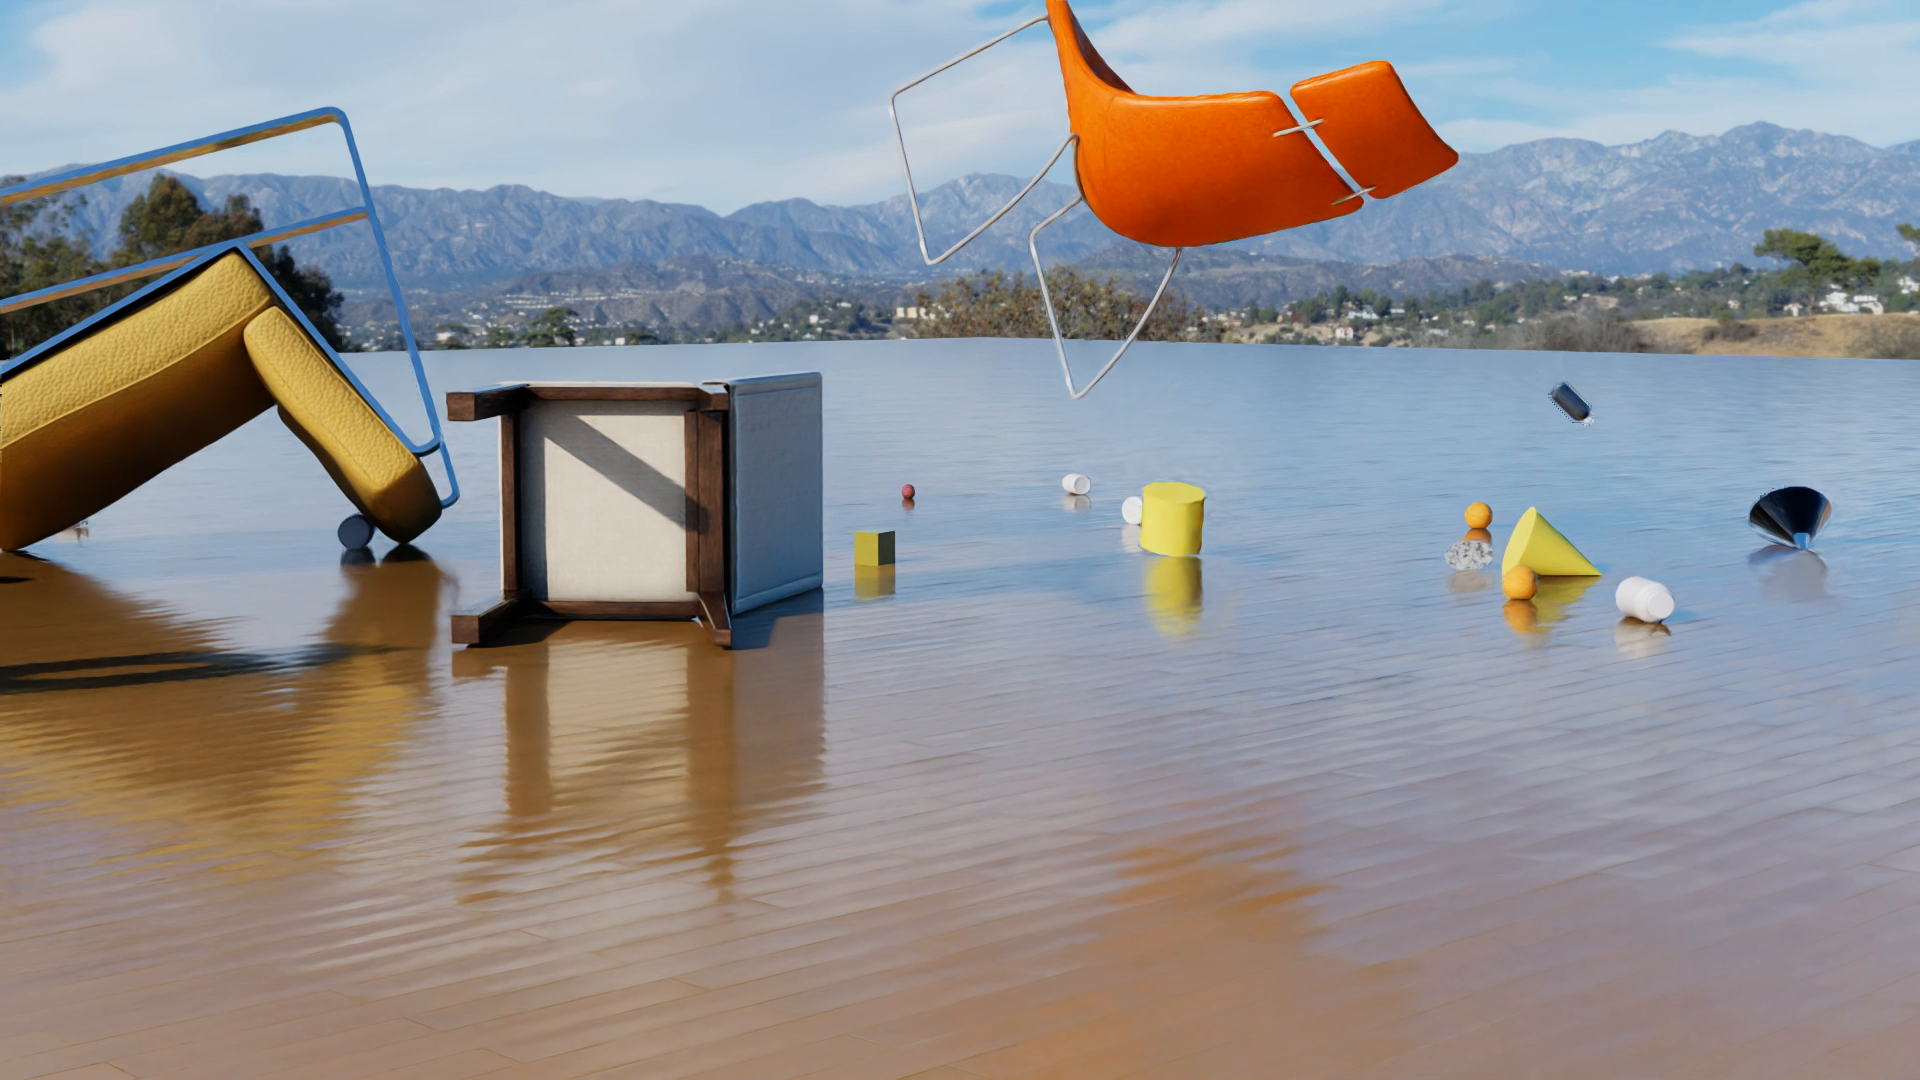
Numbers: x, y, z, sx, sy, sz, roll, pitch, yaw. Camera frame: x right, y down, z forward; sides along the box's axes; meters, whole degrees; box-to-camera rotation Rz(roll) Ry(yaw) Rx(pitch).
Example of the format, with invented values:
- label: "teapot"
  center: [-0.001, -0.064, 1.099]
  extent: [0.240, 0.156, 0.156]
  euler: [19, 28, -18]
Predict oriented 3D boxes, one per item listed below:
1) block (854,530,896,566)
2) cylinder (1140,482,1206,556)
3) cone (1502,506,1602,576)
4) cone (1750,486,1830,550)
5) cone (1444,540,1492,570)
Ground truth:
- label: "block"
  center: [-0.195, 0.017, 5.884]
  extent: [0.063, 0.074, 0.075]
  euler: [3, 7, 30]
- label: "cylinder"
  center: [0.504, -0.050, 6.079]
  extent: [0.147, 0.136, 0.129]
  euler: [12, 24, 22]
- label: "cone"
  center: [1.322, 0.041, 5.645]
  extent: [0.205, 0.164, 0.144]
  euler: [22, 8, -4]
- label: "cone"
  center: [2.037, -0.019, 6.241]
  extent: [0.198, 0.168, 0.145]
  euler: [-2, 36, 2]
- label: "cone"
  center: [1.143, 0.048, 5.790]
  extent: [0.111, 0.078, 0.054]
  euler: [-11, -30, -8]
